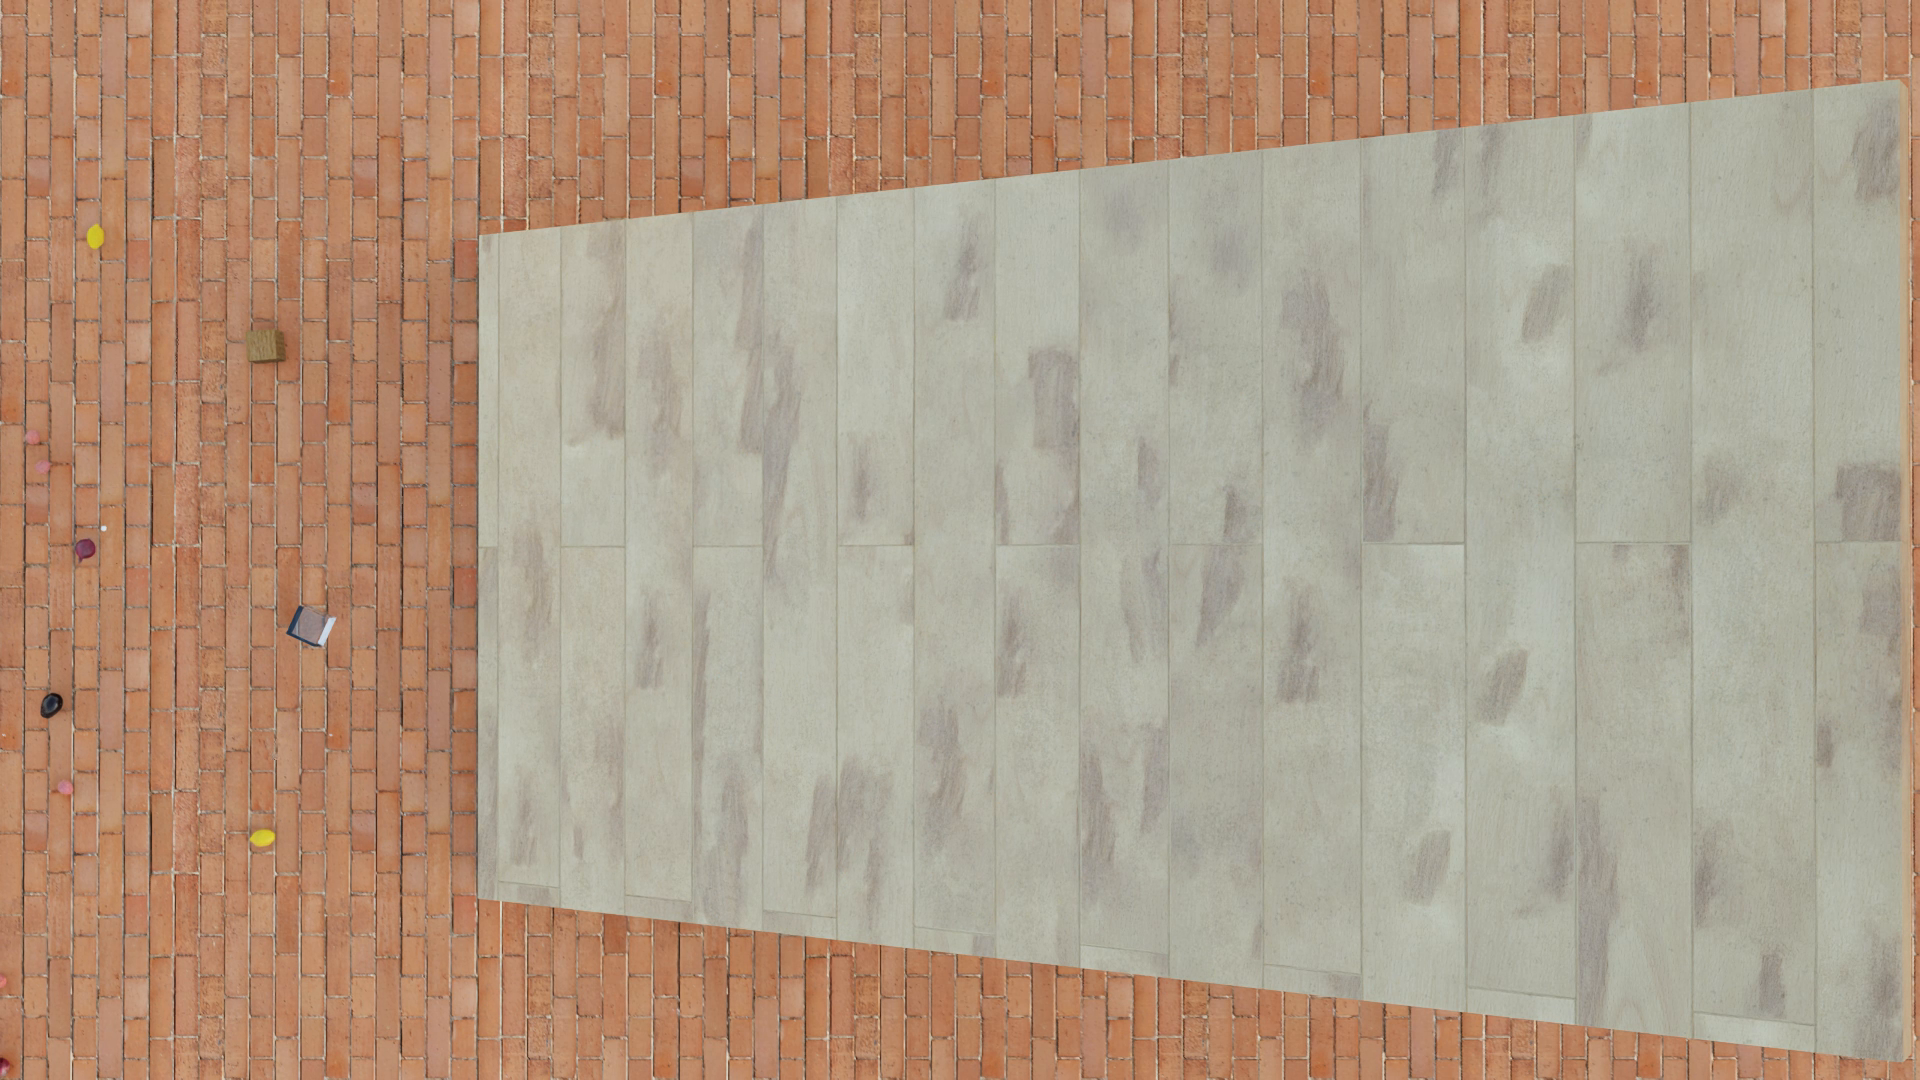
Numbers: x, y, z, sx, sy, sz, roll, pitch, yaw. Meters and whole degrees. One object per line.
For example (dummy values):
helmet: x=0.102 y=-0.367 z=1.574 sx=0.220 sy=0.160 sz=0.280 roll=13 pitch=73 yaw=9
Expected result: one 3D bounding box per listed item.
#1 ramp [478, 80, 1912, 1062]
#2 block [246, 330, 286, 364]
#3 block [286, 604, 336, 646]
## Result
ramp: x=0.258 y=0.071 z=5.595 sx=4.000 sy=0.100 sz=2.000 roll=0 pitch=89 yaw=33
block: x=-2.109 y=-0.587 z=6.678 sx=0.090 sy=0.090 sz=0.090 roll=-5 pitch=90 yaw=0
block: x=-1.967 y=0.260 z=6.668 sx=0.095 sy=0.095 sz=0.095 roll=25 pitch=90 yaw=0
